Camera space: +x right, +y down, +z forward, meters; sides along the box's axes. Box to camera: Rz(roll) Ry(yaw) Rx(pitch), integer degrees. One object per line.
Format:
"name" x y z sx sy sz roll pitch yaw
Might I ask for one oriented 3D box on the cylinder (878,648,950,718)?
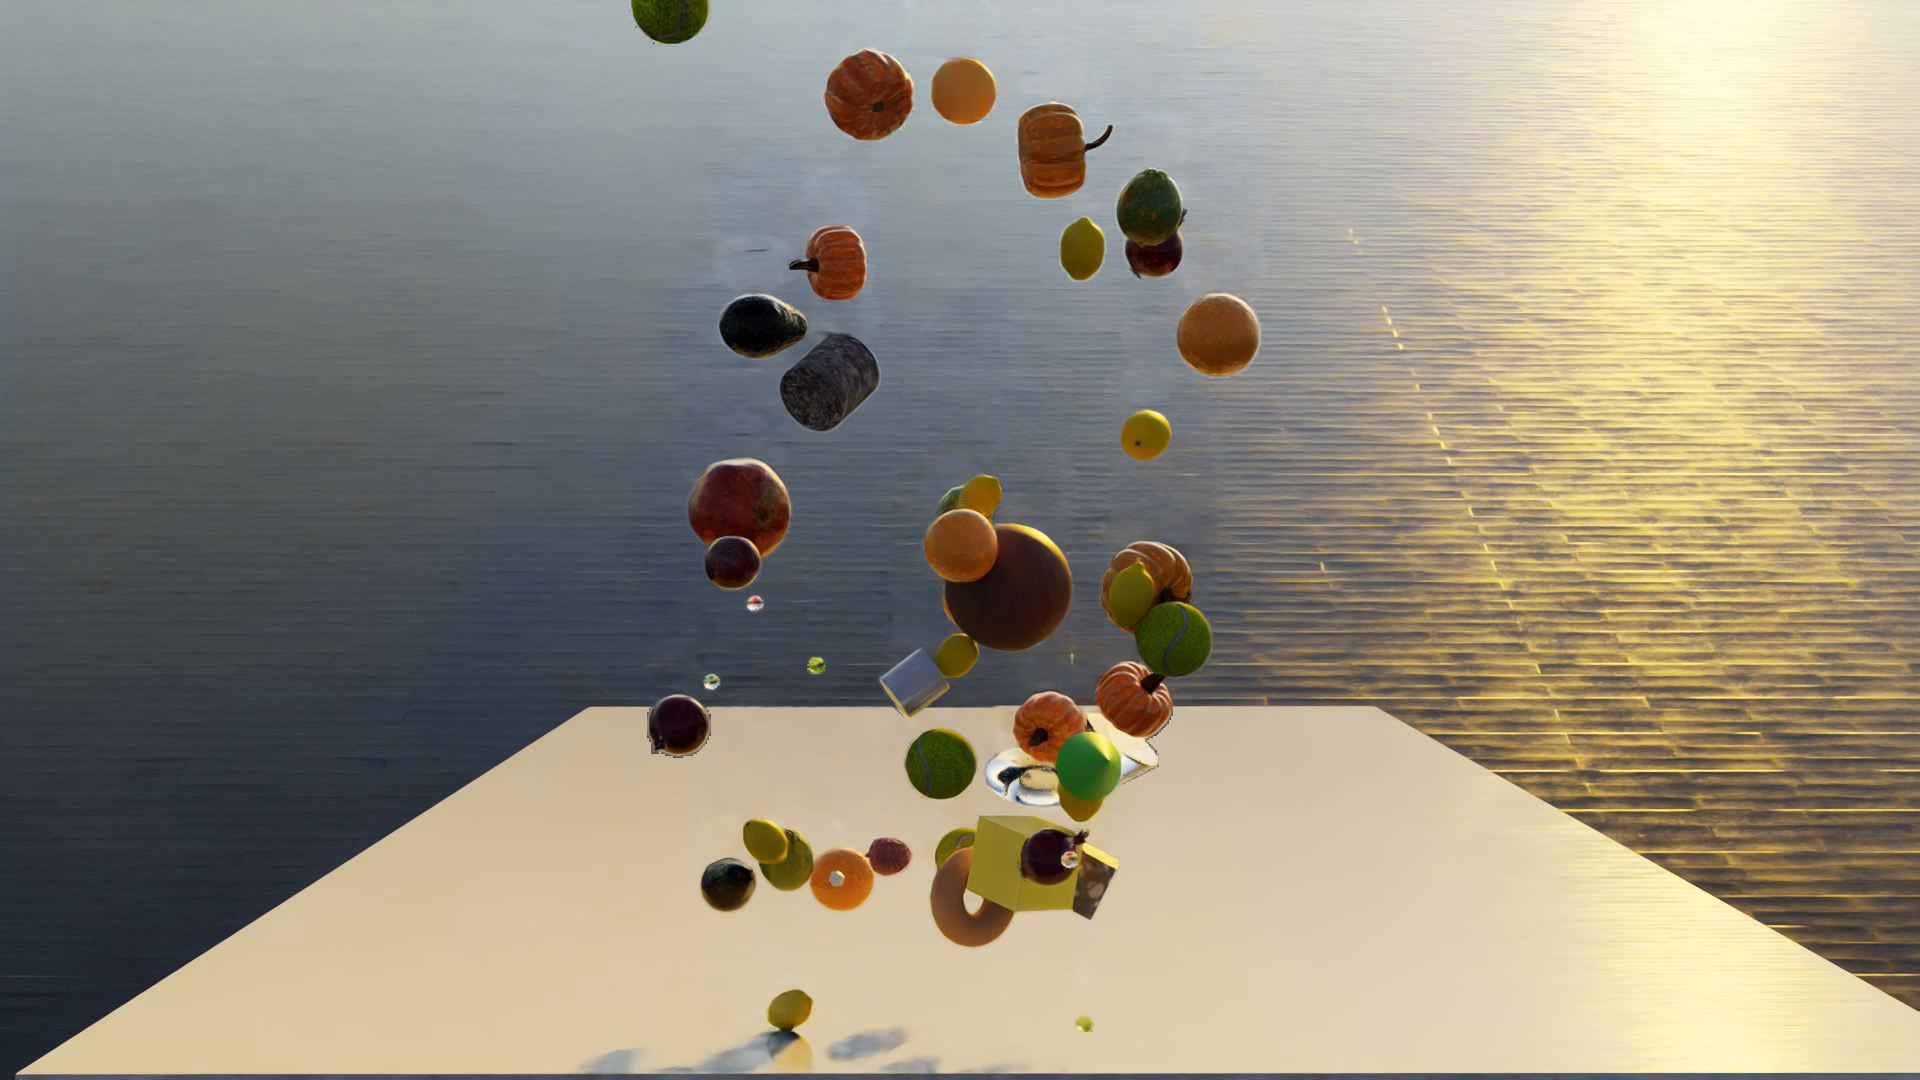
"cylinder" -0.046 0.146 2.626 0.052 0.052 0.052 -37 35 -8

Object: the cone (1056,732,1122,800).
"cone" 0.143 0.231 2.664 0.072 0.072 0.072 -7 -8 -15

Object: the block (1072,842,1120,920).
"block" 0.131 0.369 2.828 0.063 0.063 0.063 27 4 5

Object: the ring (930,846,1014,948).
"ring" 0.015 0.387 2.801 0.109 0.109 0.036 -20 11 -35

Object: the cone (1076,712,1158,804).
"cone" 0.155 0.258 2.864 0.094 0.094 0.094 31 14 -9

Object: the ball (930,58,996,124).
"ball" 0.003 -0.438 2.515 0.064 0.064 0.064 0 26 0

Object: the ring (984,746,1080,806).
"ring" 0.088 0.258 2.818 0.123 0.041 0.123 2 13 0

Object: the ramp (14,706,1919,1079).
"ramp" 0.058 0.527 4.564 2.000 0.100 4.000 0 2 0

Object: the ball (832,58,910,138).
"ball" -0.080 -0.395 2.303 0.070 0.070 0.070 0 26 0

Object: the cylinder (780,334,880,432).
"cylinder" -0.135 -0.163 2.671 0.074 0.074 0.074 14 39 27

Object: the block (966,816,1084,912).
"block" 0.070 0.345 2.761 0.081 0.081 0.081 4 8 -41
